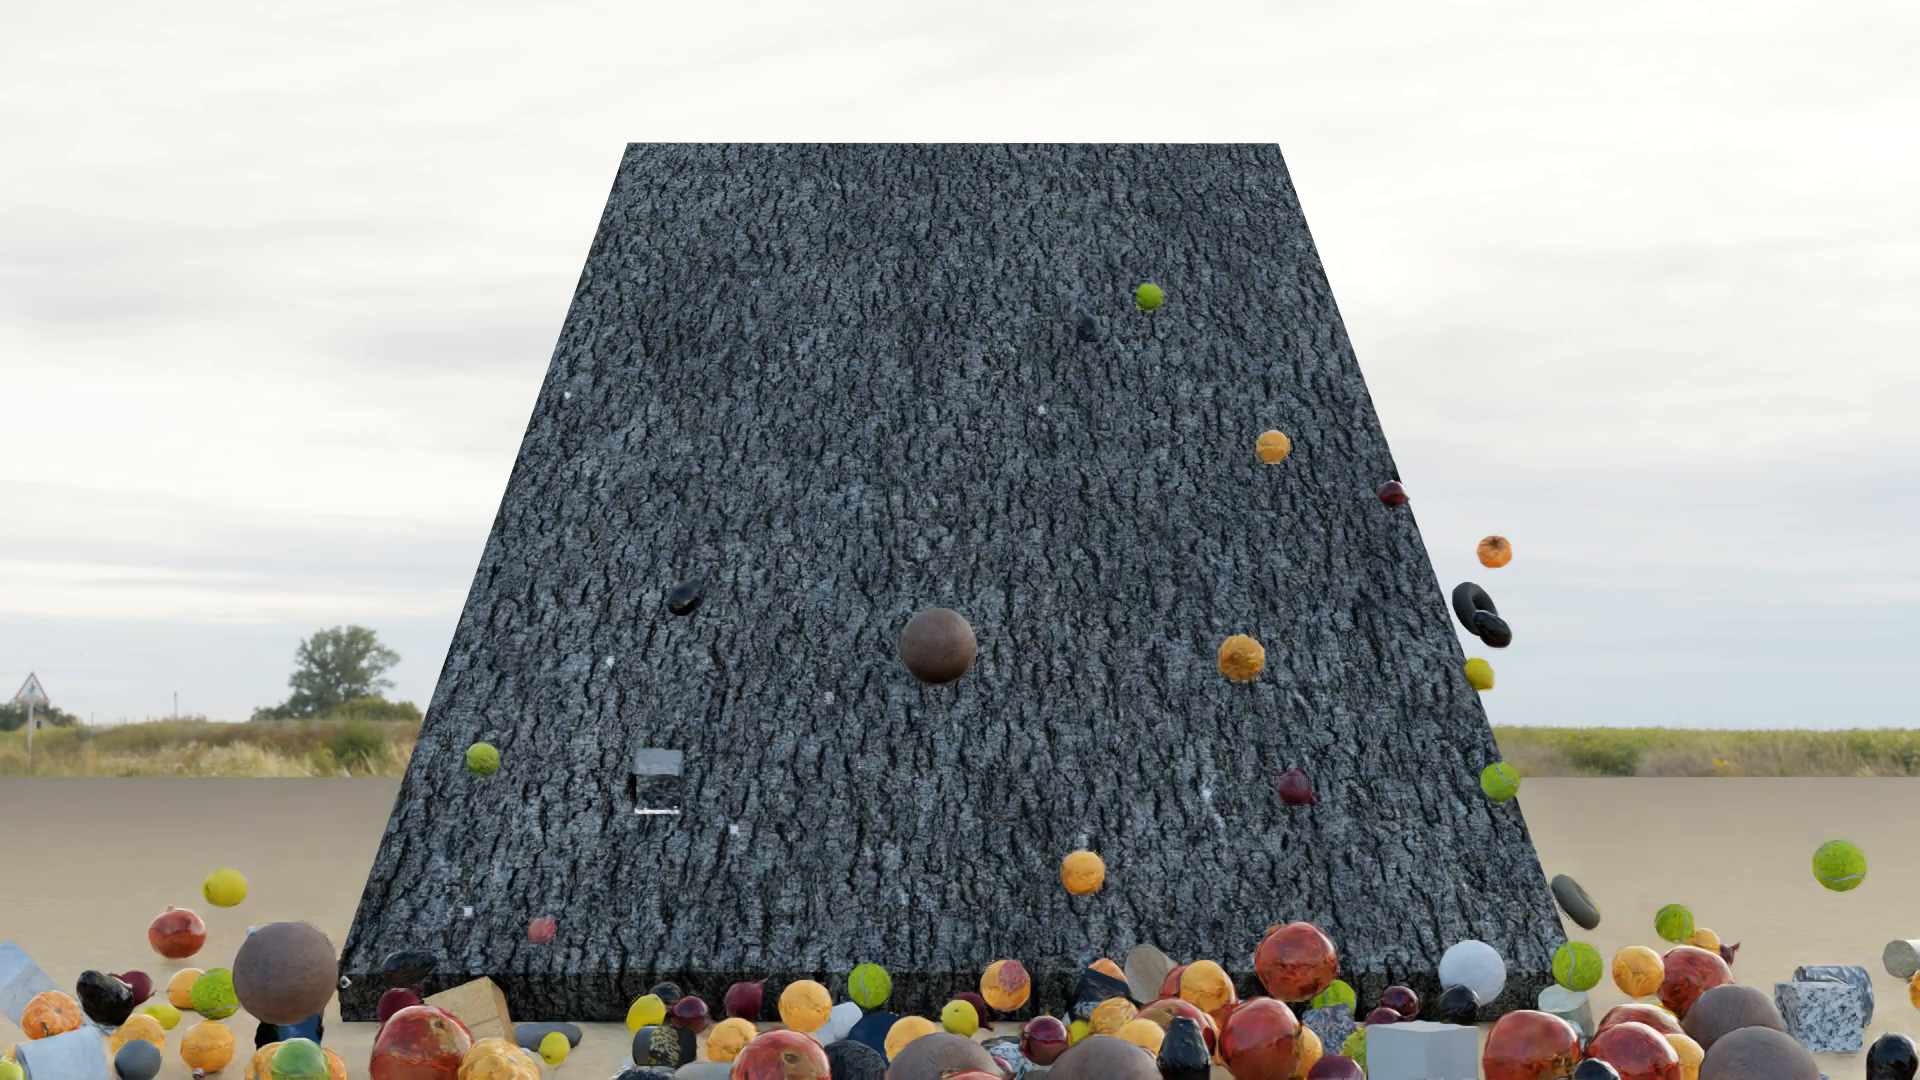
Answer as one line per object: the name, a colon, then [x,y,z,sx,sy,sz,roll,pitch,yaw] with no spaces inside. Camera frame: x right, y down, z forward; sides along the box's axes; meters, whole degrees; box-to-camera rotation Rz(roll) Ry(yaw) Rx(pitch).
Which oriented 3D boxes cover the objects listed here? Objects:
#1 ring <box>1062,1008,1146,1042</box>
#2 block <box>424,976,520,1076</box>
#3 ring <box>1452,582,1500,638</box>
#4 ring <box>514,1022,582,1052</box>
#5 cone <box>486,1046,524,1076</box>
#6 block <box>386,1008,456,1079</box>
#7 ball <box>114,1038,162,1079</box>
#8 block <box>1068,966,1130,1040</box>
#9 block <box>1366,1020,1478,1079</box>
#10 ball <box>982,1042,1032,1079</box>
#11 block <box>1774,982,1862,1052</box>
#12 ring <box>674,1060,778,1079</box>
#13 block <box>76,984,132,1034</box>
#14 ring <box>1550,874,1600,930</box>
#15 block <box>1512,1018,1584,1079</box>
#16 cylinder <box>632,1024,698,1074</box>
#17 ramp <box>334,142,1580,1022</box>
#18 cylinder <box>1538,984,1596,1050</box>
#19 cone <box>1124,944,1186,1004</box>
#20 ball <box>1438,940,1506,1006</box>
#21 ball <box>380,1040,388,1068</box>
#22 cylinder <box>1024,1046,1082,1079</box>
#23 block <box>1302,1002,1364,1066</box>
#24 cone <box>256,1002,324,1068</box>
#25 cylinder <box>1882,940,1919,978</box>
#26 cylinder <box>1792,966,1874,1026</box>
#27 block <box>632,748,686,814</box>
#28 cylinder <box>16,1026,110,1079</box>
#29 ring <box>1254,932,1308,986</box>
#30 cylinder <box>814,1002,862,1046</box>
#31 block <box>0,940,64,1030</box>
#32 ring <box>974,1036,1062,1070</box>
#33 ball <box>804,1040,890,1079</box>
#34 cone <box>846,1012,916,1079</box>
ring: [0.220,0.738,3.653,0.128,0.043,0.128,1,-6,0]
block: [-0.632,0.630,3.100,0.087,0.087,0.087,-19,-24,-6]
ring: [1.065,0.144,4.947,0.125,0.125,0.042,6,-34,-45]
ring: [-0.608,0.729,3.514,0.104,0.035,0.104,-1,-5,0]
cone: [-0.626,0.706,3.231,0.056,0.056,0.056,4,-34,-36]
block: [-0.668,0.628,2.973,0.061,0.061,0.061,12,18,14]
ball: [-1.069,0.679,3.117,0.058,0.058,0.058,0,-6,0]
block: [0.202,0.672,3.473,0.067,0.067,0.067,19,-27,17]
block: [0.565,0.642,2.927,0.095,0.095,0.095,4,-7,-38]
ball: [0.060,0.666,3.014,0.065,0.065,0.065,0,-6,0]
block: [1.258,0.700,3.512,0.093,0.093,0.093,0,-6,-1]
ring: [-0.292,0.672,2.984,0.130,0.043,0.130,-2,-11,0]
block: [-1.335,0.732,3.738,0.070,0.070,0.070,1,-6,-12]
ring: [1.039,0.612,4.046,0.035,0.106,0.106,-41,-19,15]
block: [0.748,0.658,3.051,0.080,0.080,0.080,-1,0,7]
cylinder: [-0.399,0.689,3.243,0.062,0.062,0.062,-4,-7,31]
ramp: [-0.012,-0.219,5.628,2.000,0.100,4.000,0,29,0]
cylinder: [0.877,0.691,3.461,0.072,0.072,0.072,-14,21,5]
cone: [0.329,0.689,3.816,0.095,0.095,0.095,7,-9,-42]
ball: [0.751,0.635,3.510,0.096,0.096,0.096,0,-6,0]
ball: [-0.755,0.693,3.229,0.051,0.051,0.051,0,-6,0]
cylinder: [0.114,0.654,2.923,0.052,0.052,0.052,-4,24,39]
block: [0.506,0.673,3.257,0.064,0.064,0.064,-15,-25,9]
cone: [-0.925,0.709,3.355,0.095,0.095,0.095,0,-32,4]
cylinder: [1.857,0.818,4.675,0.075,0.075,0.075,8,-9,-34]
cylinder: [1.390,0.727,3.817,0.096,0.096,0.096,0,-6,-1]
block: [-0.534,0.428,4.251,0.082,0.082,0.082,0,29,0]
cylinder: [-1.067,0.631,2.848,0.085,0.085,0.085,-12,2,-33]
ring: [0.508,0.664,3.798,0.088,0.088,0.029,-2,-27,22]
cylinder: [-0.179,0.717,3.553,0.053,0.053,0.053,-9,1,-37]
block: [-1.399,0.659,3.550,0.080,0.080,0.080,24,-28,42]
ring: [0.081,0.700,3.253,0.125,0.042,0.125,0,-4,0]
ball: [-0.129,0.621,2.735,0.099,0.099,0.099,0,-6,0]
cone: [-0.098,0.693,3.196,0.096,0.096,0.096,-1,-32,10]
